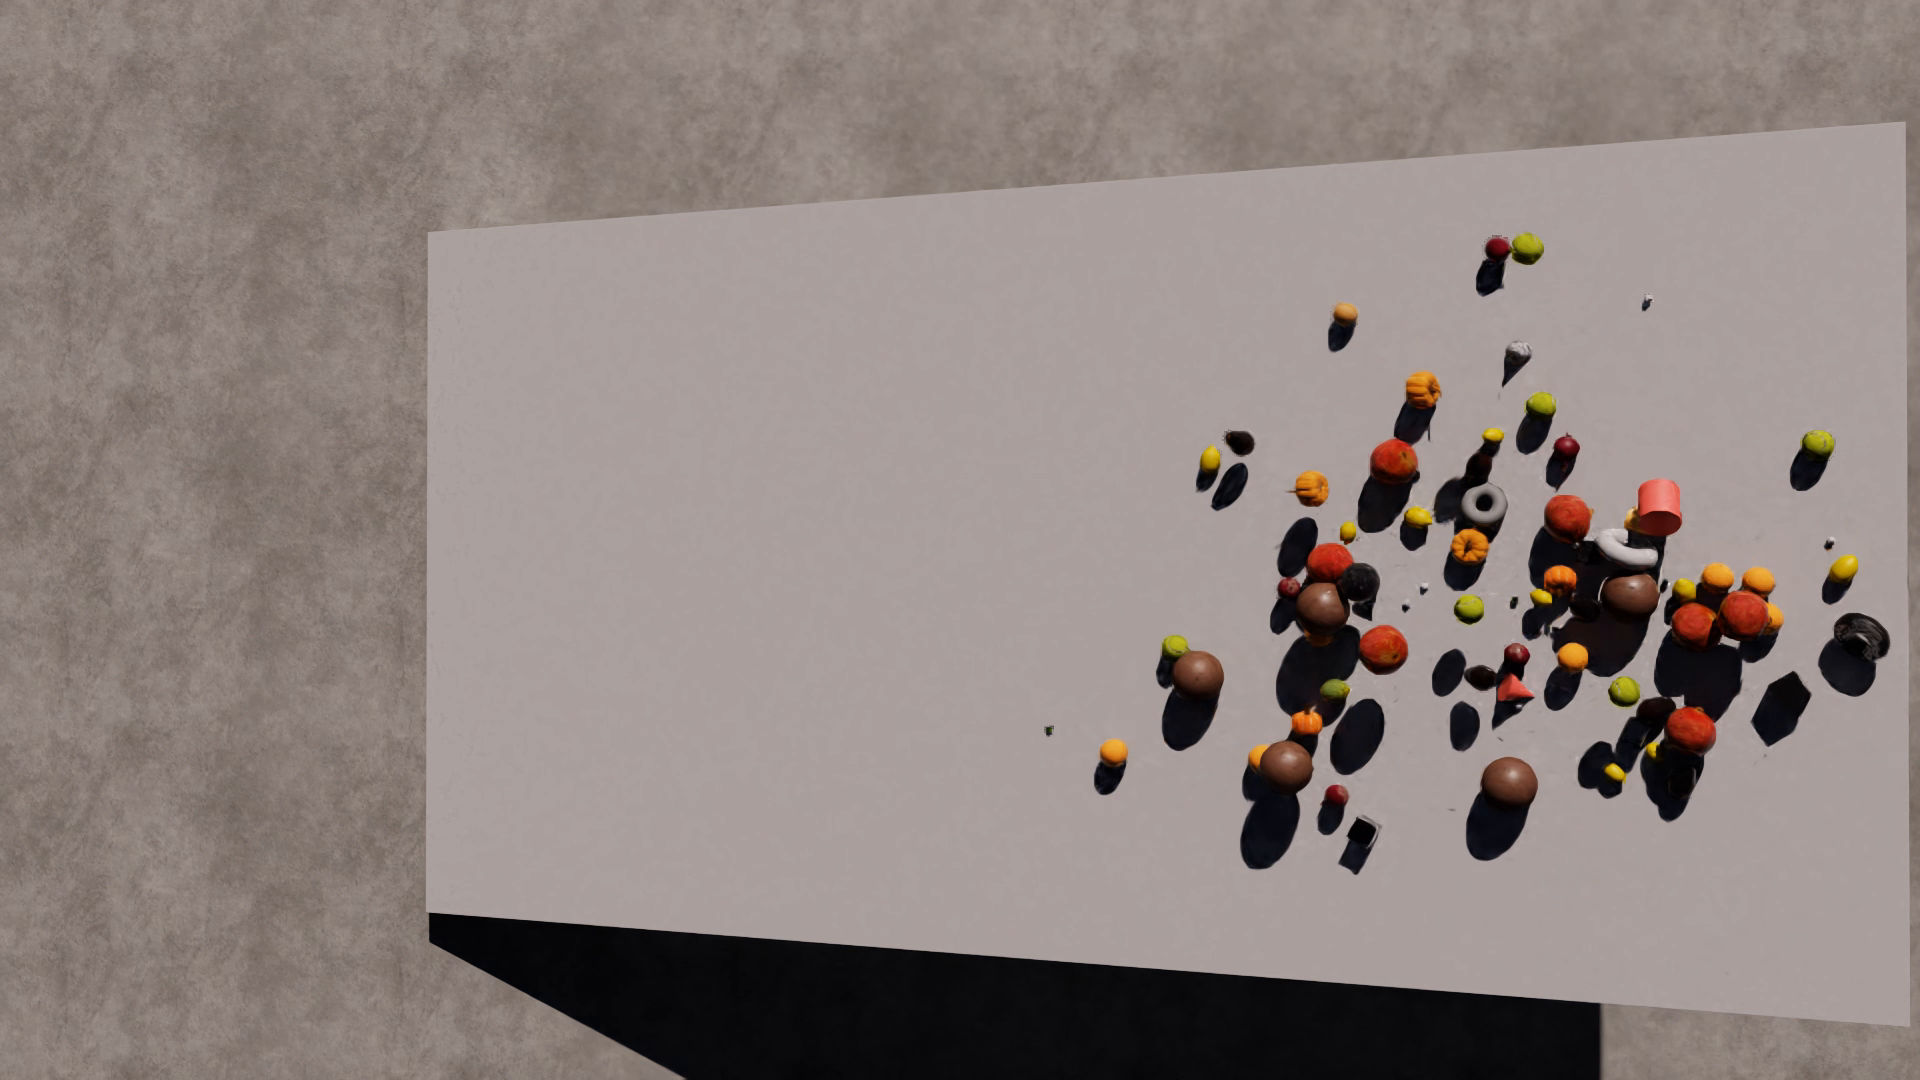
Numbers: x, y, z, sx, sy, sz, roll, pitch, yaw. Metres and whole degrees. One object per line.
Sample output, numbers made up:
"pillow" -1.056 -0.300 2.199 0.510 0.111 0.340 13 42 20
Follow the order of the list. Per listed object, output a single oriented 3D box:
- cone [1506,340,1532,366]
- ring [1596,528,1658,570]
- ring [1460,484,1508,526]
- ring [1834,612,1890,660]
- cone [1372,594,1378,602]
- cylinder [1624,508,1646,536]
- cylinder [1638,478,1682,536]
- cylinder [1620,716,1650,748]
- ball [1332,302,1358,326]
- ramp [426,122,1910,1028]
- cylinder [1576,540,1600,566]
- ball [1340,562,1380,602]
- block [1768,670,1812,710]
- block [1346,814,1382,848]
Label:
"cone" 1.309 -0.443 5.175 0.063 0.063 0.063 0 89 24
"ring" 1.524 0.021 5.031 0.145 0.145 0.048 14 118 0
"ring" 1.240 -0.083 5.205 0.109 0.036 0.109 -5 71 14
"ring" 1.988 0.213 4.845 0.126 0.126 0.042 46 66 0
"cone" 0.994 0.131 5.306 0.054 0.054 0.054 -22 73 0
"cylinder" 1.563 -0.043 5.064 0.052 0.052 0.052 24 89 24
"cylinder" 1.588 -0.074 4.991 0.093 0.093 0.093 13 54 0
"cylinder" 1.550 0.443 5.054 0.054 0.054 0.054 28 84 0
"ball" 0.936 -0.548 5.341 0.060 0.060 0.060 0 89 0
"ramp" 0.283 0.084 5.708 4.000 0.100 2.000 0 89 24
"cylinder" 1.462 0.030 5.106 0.053 0.053 0.053 10 99 0
"ball" 0.947 0.100 5.209 0.096 0.096 0.096 0 89 0
"block" 1.858 0.336 4.922 0.066 0.066 0.066 -35 76 20
"block" 0.977 0.704 5.311 0.056 0.056 0.056 30 101 21
